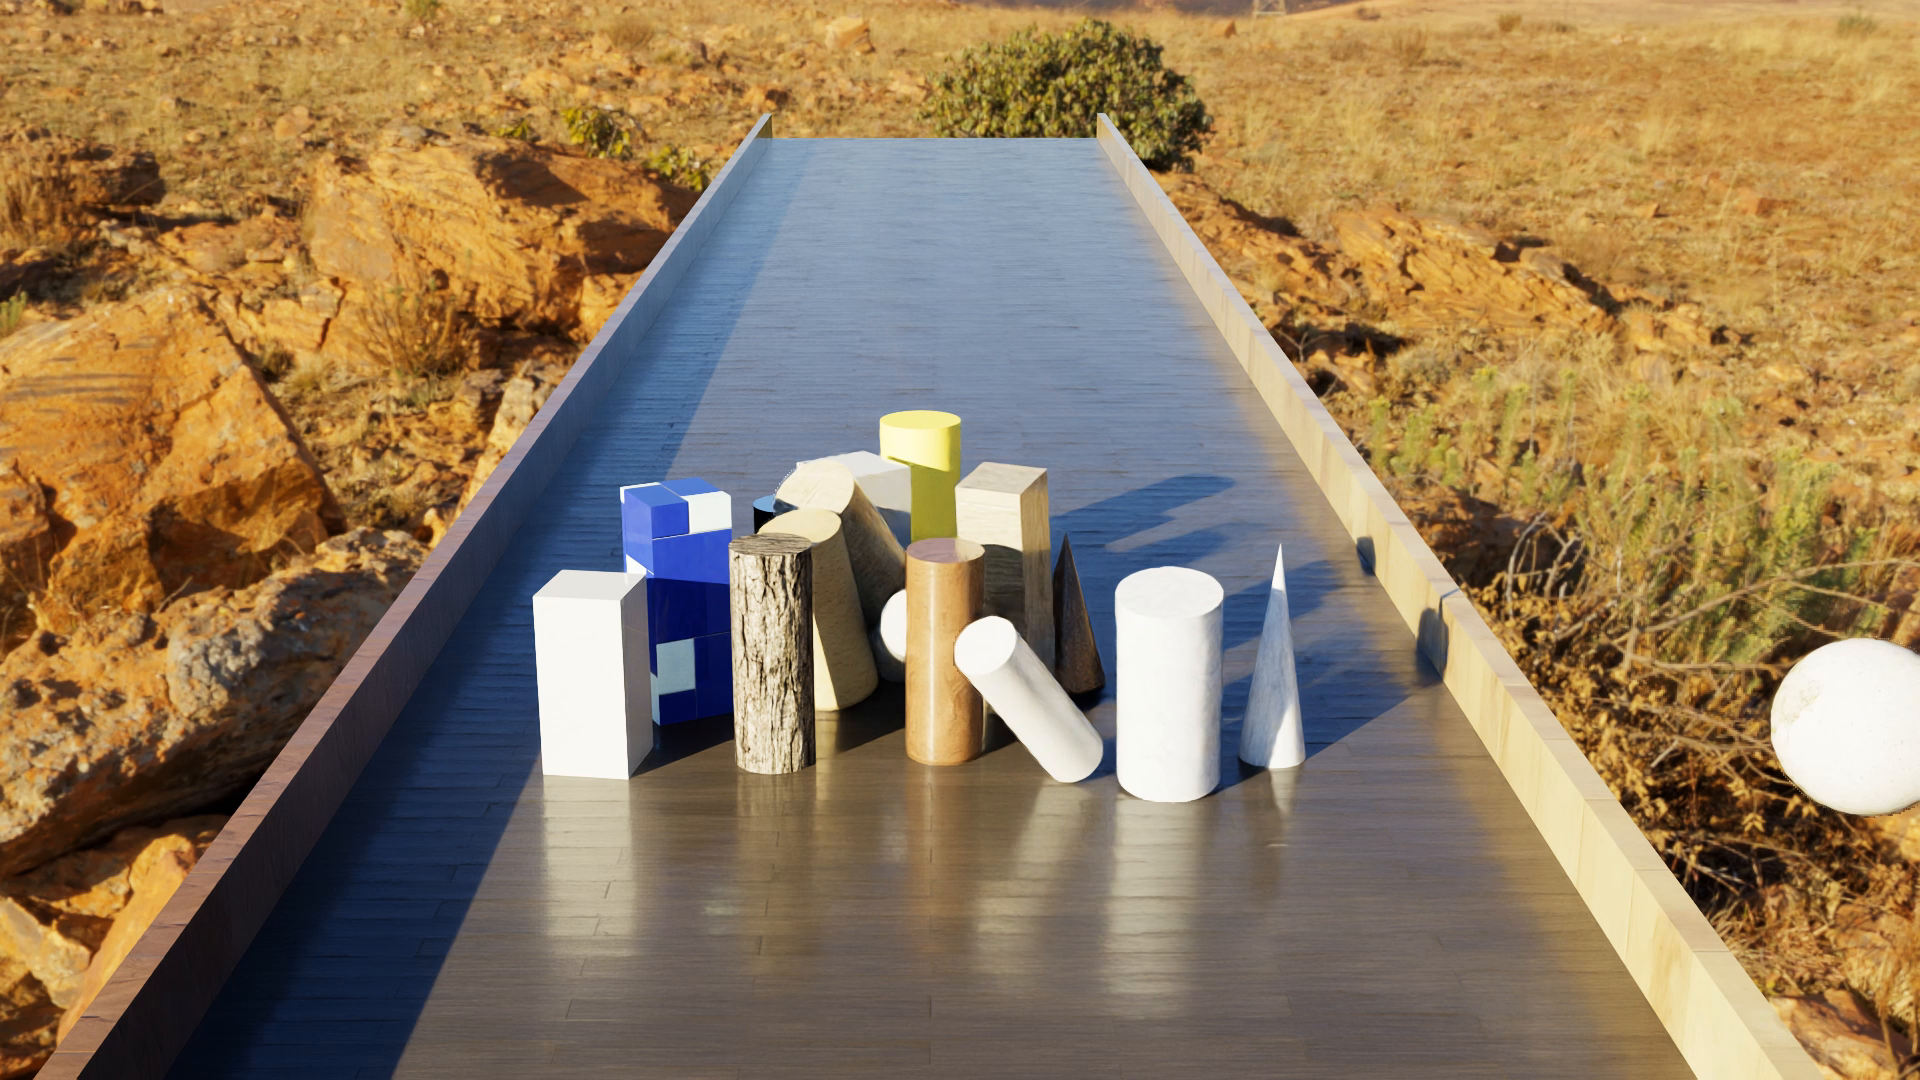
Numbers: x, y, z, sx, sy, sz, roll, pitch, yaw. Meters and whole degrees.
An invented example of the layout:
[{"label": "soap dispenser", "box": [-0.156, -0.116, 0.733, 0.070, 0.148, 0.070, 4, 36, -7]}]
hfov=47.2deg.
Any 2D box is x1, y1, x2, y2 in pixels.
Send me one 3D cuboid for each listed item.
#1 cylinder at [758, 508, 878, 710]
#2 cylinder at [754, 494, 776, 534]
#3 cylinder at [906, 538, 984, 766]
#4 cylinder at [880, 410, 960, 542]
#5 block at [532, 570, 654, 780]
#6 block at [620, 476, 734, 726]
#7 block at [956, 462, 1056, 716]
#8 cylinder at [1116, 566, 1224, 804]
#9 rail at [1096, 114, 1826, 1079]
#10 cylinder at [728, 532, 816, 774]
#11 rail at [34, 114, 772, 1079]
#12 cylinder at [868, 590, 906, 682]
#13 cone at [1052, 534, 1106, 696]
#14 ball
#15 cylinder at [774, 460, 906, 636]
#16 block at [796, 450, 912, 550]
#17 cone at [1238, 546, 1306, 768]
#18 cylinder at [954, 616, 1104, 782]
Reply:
[{"label": "cylinder", "box": [-0.265, 0.131, 4.119, 0.159, 0.349, 0.159, -9, 29, 5]}, {"label": "cylinder", "box": [-0.340, 0.077, 4.419, 0.143, 0.313, 0.143, 0, 17, 0]}, {"label": "cylinder", "box": [-0.027, 0.198, 3.885, 0.137, 0.380, 0.137, 0, 19, 0]}, {"label": "cylinder", "box": [-0.087, -0.089, 4.884, 0.178, 0.366, 0.178, 0, 17, 0]}, {"label": "block", "box": [-0.642, 0.235, 3.864, 0.154, 0.327, 0.154, 3, 17, 8]}, {"label": "block", "box": [-0.525, 0.112, 4.111, 0.155, 0.421, 0.155, -9, 19, -27]}, {"label": "block", "box": [0.088, 0.096, 4.081, 0.126, 0.456, 0.126, 8, 26, 24]}, {"label": "cylinder", "box": [0.354, 0.246, 3.720, 0.178, 0.359, 0.178, -2, 28, 1]}, {"label": "rail", "box": [0.932, -0.844, 7.801, 0.050, 0.150, 12.000, 0, 17, -1]}, {"label": "cylinder", "box": [-0.328, 0.198, 3.862, 0.144, 0.398, 0.144, 0, 17, 0]}, {"label": "rail", "box": [-1.118, -0.838, 7.780, 0.050, 0.150, 12.000, 0, 17, -1]}, {"label": "cylinder", "box": [-0.100, 0.181, 4.136, 0.128, 0.128, 0.354, -2, -10, -7]}, {"label": "cone", "box": [0.204, 0.129, 4.259, 0.164, 0.304, 0.164, 0, 17, 0]}, {"label": "ball", "box": [1.377, 0.284, 3.349, 0.269, 0.269, 0.269, 0, 17, 0]}, {"label": "cylinder", "box": [-0.198, 0.038, 4.336, 0.167, 0.434, 0.167, -14, 51, 17]}, {"label": "block", "box": [-0.223, -0.003, 4.668, 0.172, 0.324, 0.172, -12, 20, -35]}, {"label": "cone", "box": [0.557, 0.195, 3.878, 0.122, 0.396, 0.122, 0, 17, 0]}, {"label": "cylinder", "box": [0.120, 0.273, 3.705, 0.111, 0.368, 0.111, -16, 50, 20]}]
